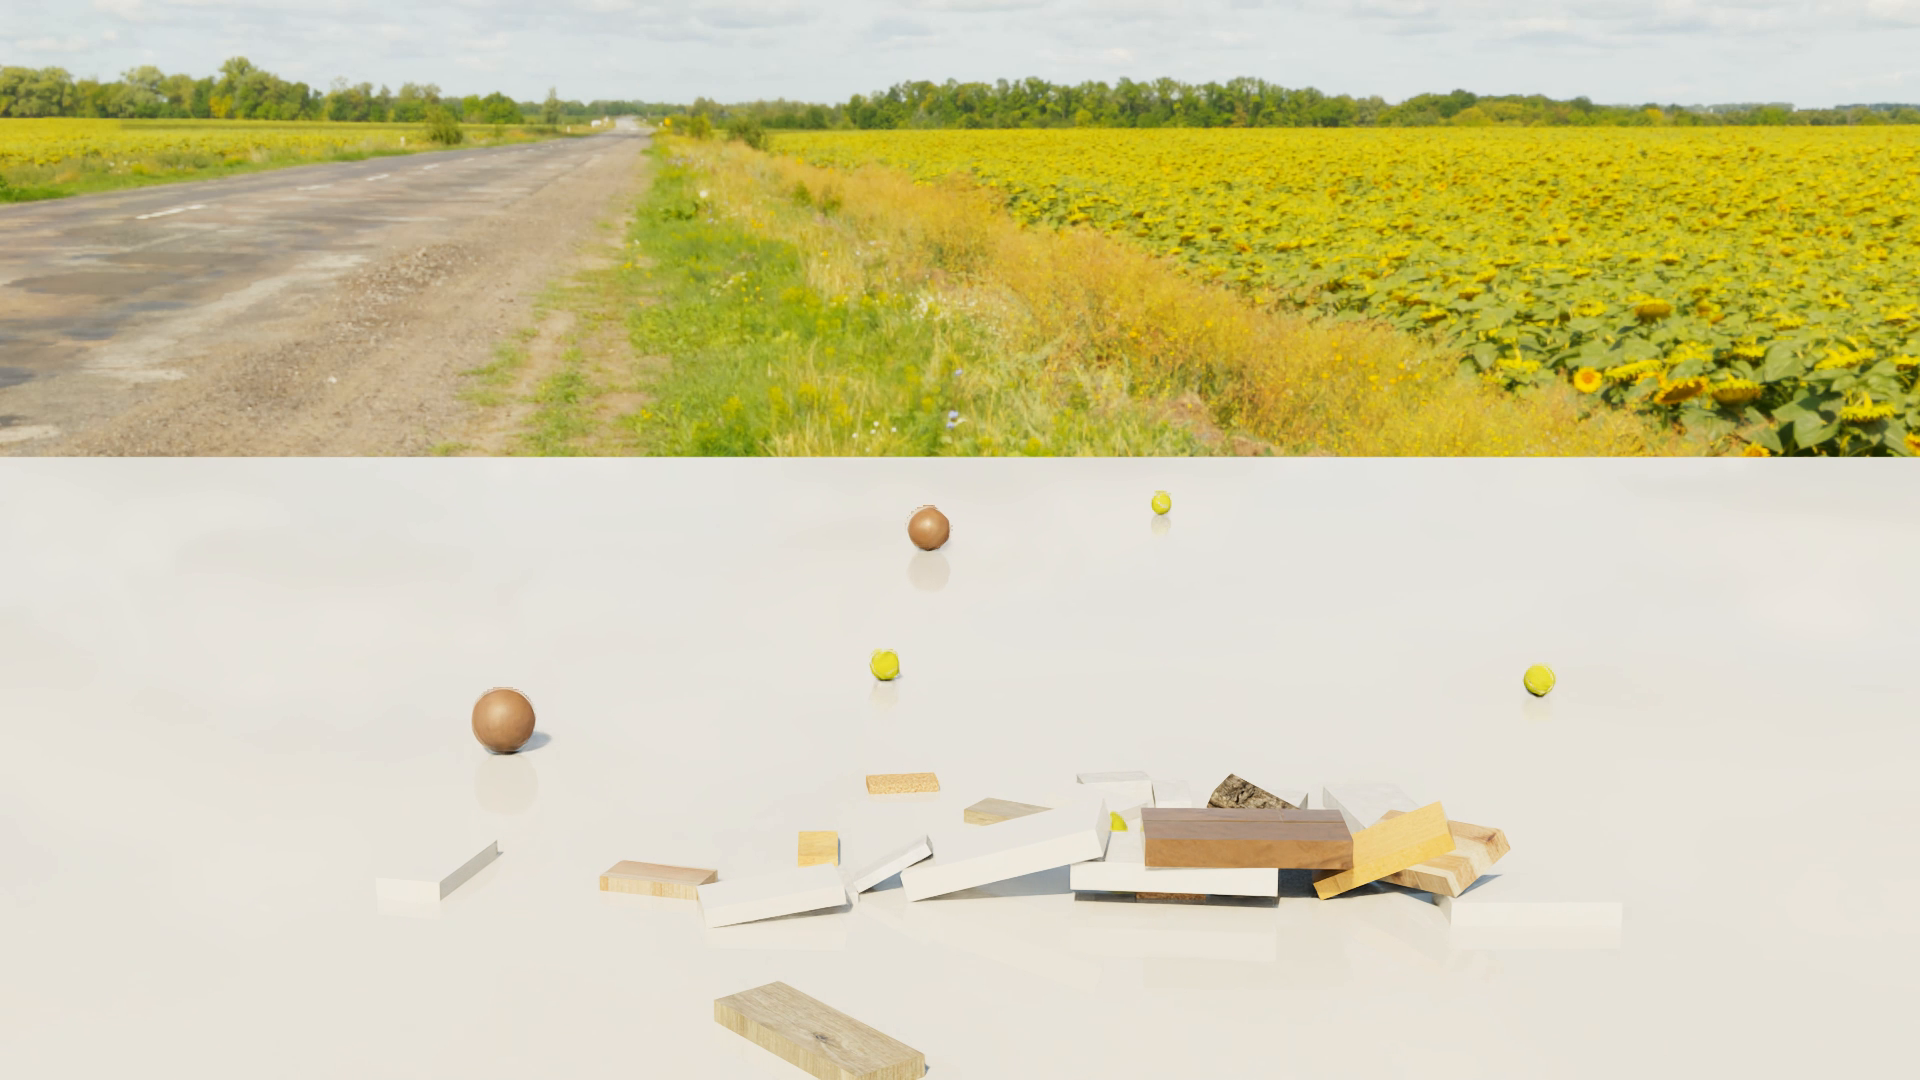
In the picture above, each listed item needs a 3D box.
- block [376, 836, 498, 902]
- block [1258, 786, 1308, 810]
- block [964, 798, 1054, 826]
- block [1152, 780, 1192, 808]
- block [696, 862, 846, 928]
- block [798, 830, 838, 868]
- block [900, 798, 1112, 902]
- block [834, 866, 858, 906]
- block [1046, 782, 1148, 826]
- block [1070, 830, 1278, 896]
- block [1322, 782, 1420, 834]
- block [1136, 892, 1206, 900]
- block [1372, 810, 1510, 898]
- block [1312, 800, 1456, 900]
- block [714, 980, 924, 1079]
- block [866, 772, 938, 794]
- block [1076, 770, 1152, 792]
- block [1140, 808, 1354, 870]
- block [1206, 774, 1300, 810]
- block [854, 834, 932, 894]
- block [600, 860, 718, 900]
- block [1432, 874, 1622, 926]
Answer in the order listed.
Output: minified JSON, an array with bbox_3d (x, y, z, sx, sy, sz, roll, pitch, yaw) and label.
[{"bbox_3d":[-0.890,0.558,3.751,0.114,0.032,0.228,2,11,12],"label":"block"},{"bbox_3d":[0.558,0.505,4.036,0.118,0.034,0.237,4,11,19],"label":"block"},{"bbox_3d":[0.105,0.509,4.038,0.176,0.025,0.088,6,12,30],"label":"block"},{"bbox_3d":[0.401,0.486,4.179,0.067,0.019,0.134,0,11,2],"label":"block"},{"bbox_3d":[-0.308,0.578,3.581,0.228,0.032,0.114,-8,12,-11],"label":"block"},{"bbox_3d":[-0.250,0.543,3.869,0.069,0.020,0.139,-1,11,-3],"label":"block"},{"bbox_3d":[0.079,0.516,3.674,0.335,0.047,0.167,-15,9,11],"label":"block"},{"bbox_3d":[-0.216,0.579,3.675,0.069,0.020,0.139,-2,11,-12],"label":"block"},{"bbox_3d":[0.256,0.494,4.119,0.176,0.025,0.088,10,15,43],"label":"block"},{"bbox_3d":[0.356,0.535,3.656,0.335,0.047,0.167,1,11,6],"label":"block"},{"bbox_3d":[0.778,0.515,3.966,0.137,0.039,0.391,-1,11,-8],"label":"block"},{"bbox_3d":[0.351,0.582,3.670,0.114,0.016,0.057,0,11,2],"label":"block"},{"bbox_3d":[0.771,0.520,3.671,0.137,0.039,0.274,-34,17,-25],"label":"block"},{"bbox_3d":[0.701,0.516,3.662,0.237,0.034,0.118,-23,15,13],"label":"block"},{"bbox_3d":[-0.199,0.689,3.048,0.114,0.032,0.339,-9,14,-39],"label":"block"},{"bbox_3d":[-0.112,0.471,4.257,0.134,0.019,0.067,-2,11,-8],"label":"block"},{"bbox_3d":[0.299,0.469,4.267,0.134,0.019,0.067,-2,11,-9],"label":"block"},{"bbox_3d":[0.469,0.492,3.632,0.335,0.047,0.167,0,10,2],"label":"block"},{"bbox_3d":[0.560,0.494,3.860,0.237,0.034,0.118,27,19,16],"label":"block"},{"bbox_3d":[-0.112,0.541,3.686,0.139,0.020,0.069,-29,6,4],"label":"block"},{"bbox_3d":[-0.506,0.572,3.699,0.176,0.025,0.088,3,11,16],"label":"block"},{"bbox_3d":[0.922,0.586,3.584,0.274,0.039,0.137,0,11,-1],"label":"block"}]
